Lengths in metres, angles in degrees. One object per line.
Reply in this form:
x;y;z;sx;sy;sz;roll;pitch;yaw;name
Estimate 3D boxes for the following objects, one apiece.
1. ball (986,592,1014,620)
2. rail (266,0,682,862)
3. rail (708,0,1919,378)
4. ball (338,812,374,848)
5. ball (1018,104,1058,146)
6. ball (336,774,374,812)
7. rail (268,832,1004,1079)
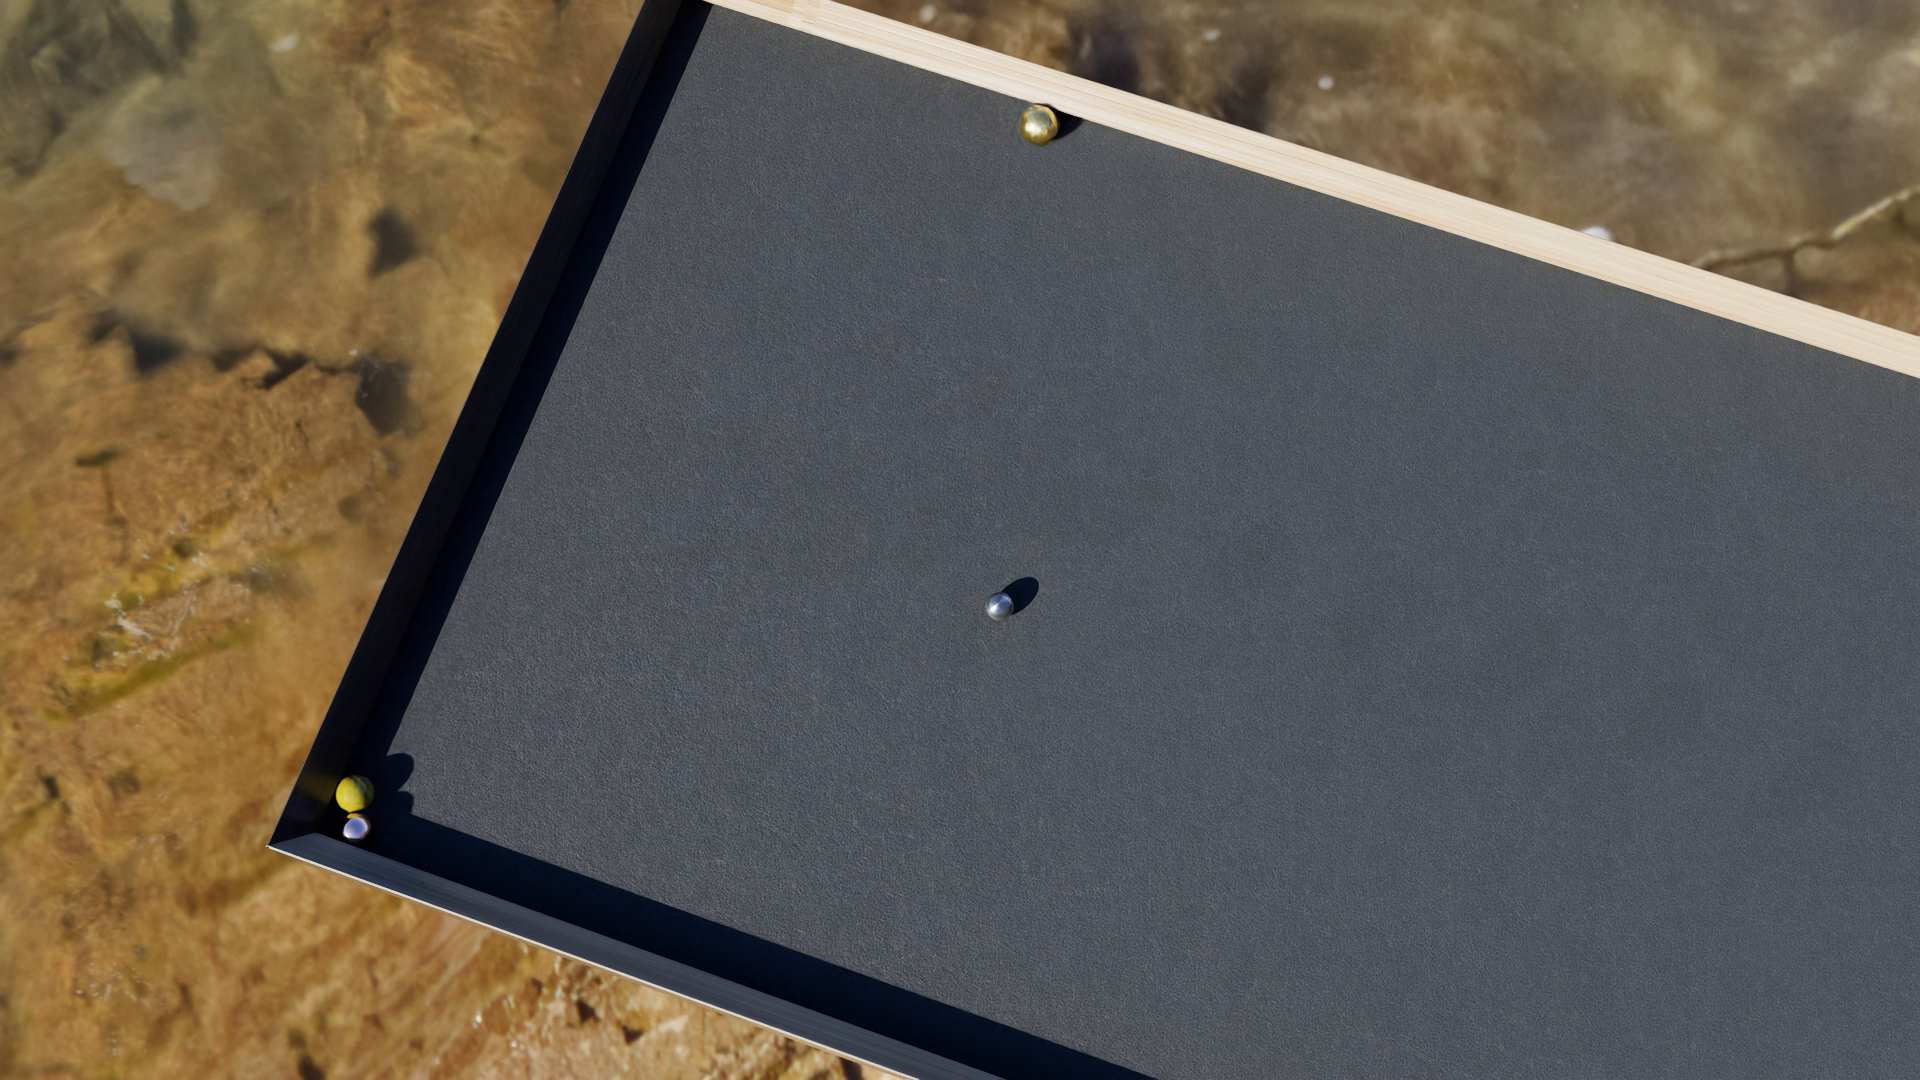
0.061;0.102;3.373;0.045;0.045;0.045;0;72;0;ball
-0.726;-0.247;3.462;0.045;0.086;1.585;18;73;6;rail
1.001;-0.449;3.525;3.169;0.086;0.045;18;73;6;rail
-0.896;0.432;3.264;0.054;0.054;0.054;0;72;0;ball
0.129;-0.681;3.610;0.066;0.066;0.066;0;72;0;ball
-0.902;0.378;3.280;0.056;0.056;0.056;0;72;0;ball
0.495;0.935;3.087;3.169;0.086;0.045;18;73;6;rail
